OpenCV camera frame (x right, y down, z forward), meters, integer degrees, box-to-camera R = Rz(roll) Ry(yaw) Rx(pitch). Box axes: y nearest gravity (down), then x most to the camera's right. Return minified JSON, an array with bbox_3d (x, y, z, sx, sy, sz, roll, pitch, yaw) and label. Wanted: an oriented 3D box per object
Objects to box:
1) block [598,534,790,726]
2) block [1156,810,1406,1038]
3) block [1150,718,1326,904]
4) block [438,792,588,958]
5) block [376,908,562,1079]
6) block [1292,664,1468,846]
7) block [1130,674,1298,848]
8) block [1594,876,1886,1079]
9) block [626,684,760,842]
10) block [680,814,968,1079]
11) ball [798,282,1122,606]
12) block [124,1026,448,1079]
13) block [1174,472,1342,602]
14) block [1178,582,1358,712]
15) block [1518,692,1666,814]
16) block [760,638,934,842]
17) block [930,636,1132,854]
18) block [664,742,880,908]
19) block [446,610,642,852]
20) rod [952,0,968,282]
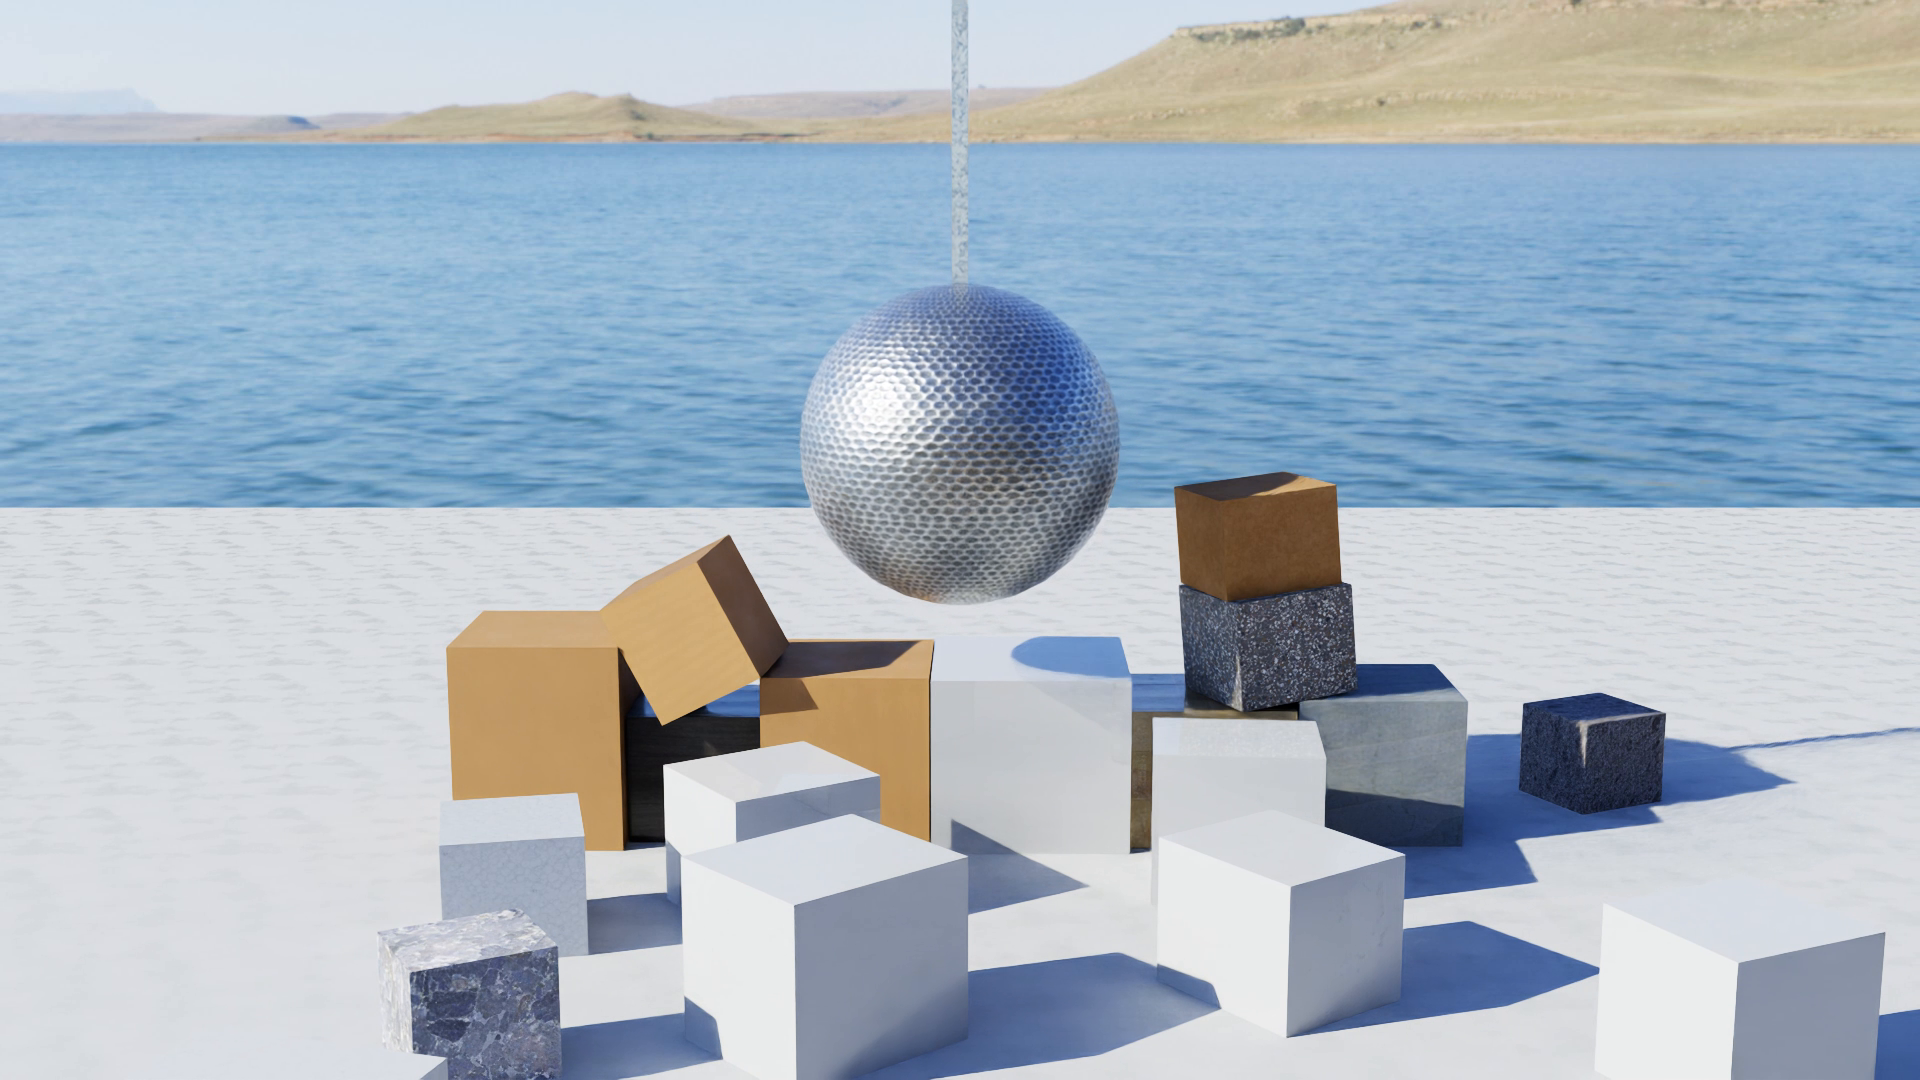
[{"bbox_3d":[-1.325,0.445,11.048,0.579,0.650,0.577,-26,8,15],"label":"block"},{"bbox_3d":[1.327,1.574,9.152,0.658,0.628,0.771,-8,13,-36],"label":"block"},{"bbox_3d":[1.308,1.289,10.456,0.788,0.723,0.660,1,10,5],"label":"block"},{"bbox_3d":[-1.991,1.500,9.795,0.614,0.543,0.653,-2,11,-12],"label":"block"},{"bbox_3d":[-1.870,1.768,8.378,0.561,0.523,0.477,-6,12,-28],"label":"block"},{"bbox_3d":[2.108,1.102,11.398,0.841,0.753,0.799,0,10,0],"label":"block"},{"bbox_3d":[1.266,1.129,11.375,0.822,0.708,0.788,0,10,0],"label":"block"},{"bbox_3d":[2.896,1.726,8.203,0.714,0.669,0.681,-5,11,-25],"label":"block"},{"bbox_3d":[-1.339,1.150,11.410,0.672,0.655,0.669,0,10,0],"label":"block"},{"bbox_3d":[-0.528,1.604,8.639,0.846,0.753,0.734,-9,14,-40],"label":"block"},{"bbox_3d":[0.000,-0.476,10.939,1.600,1.600,1.600,0,10,0],"label":"ball"},{"bbox_3d":[-2.077,1.992,6.497,0.840,0.755,0.798,3,11,17],"label":"block"},{"bbox_3d":[1.503,-0.027,11.134,0.625,0.503,0.582,-8,11,-16],"label":"block"},{"bbox_3d":[1.561,0.493,11.182,0.653,0.543,0.620,-9,11,-20],"label":"block"},{"bbox_3d":[3.416,1.147,11.891,0.545,0.490,0.505,-5,11,-26],"label":"block"},{"bbox_3d":[-0.563,1.042,11.340,0.837,0.892,0.865,0,10,1],"label":"block"},{"bbox_3d":[0.356,1.041,11.367,0.989,0.886,0.986,0,10,1],"label":"block"},{"bbox_3d":[-0.869,1.378,10.175,0.746,0.649,0.703,-7,12,-33],"label":"block"},{"bbox_3d":[-2.106,0.965,11.336,0.844,1.045,0.863,0,10,0],"label":"block"},{"bbox_3d":[0.000,-3.835,10.416,0.080,5.200,0.080,0,9,0],"label":"rod"}]
